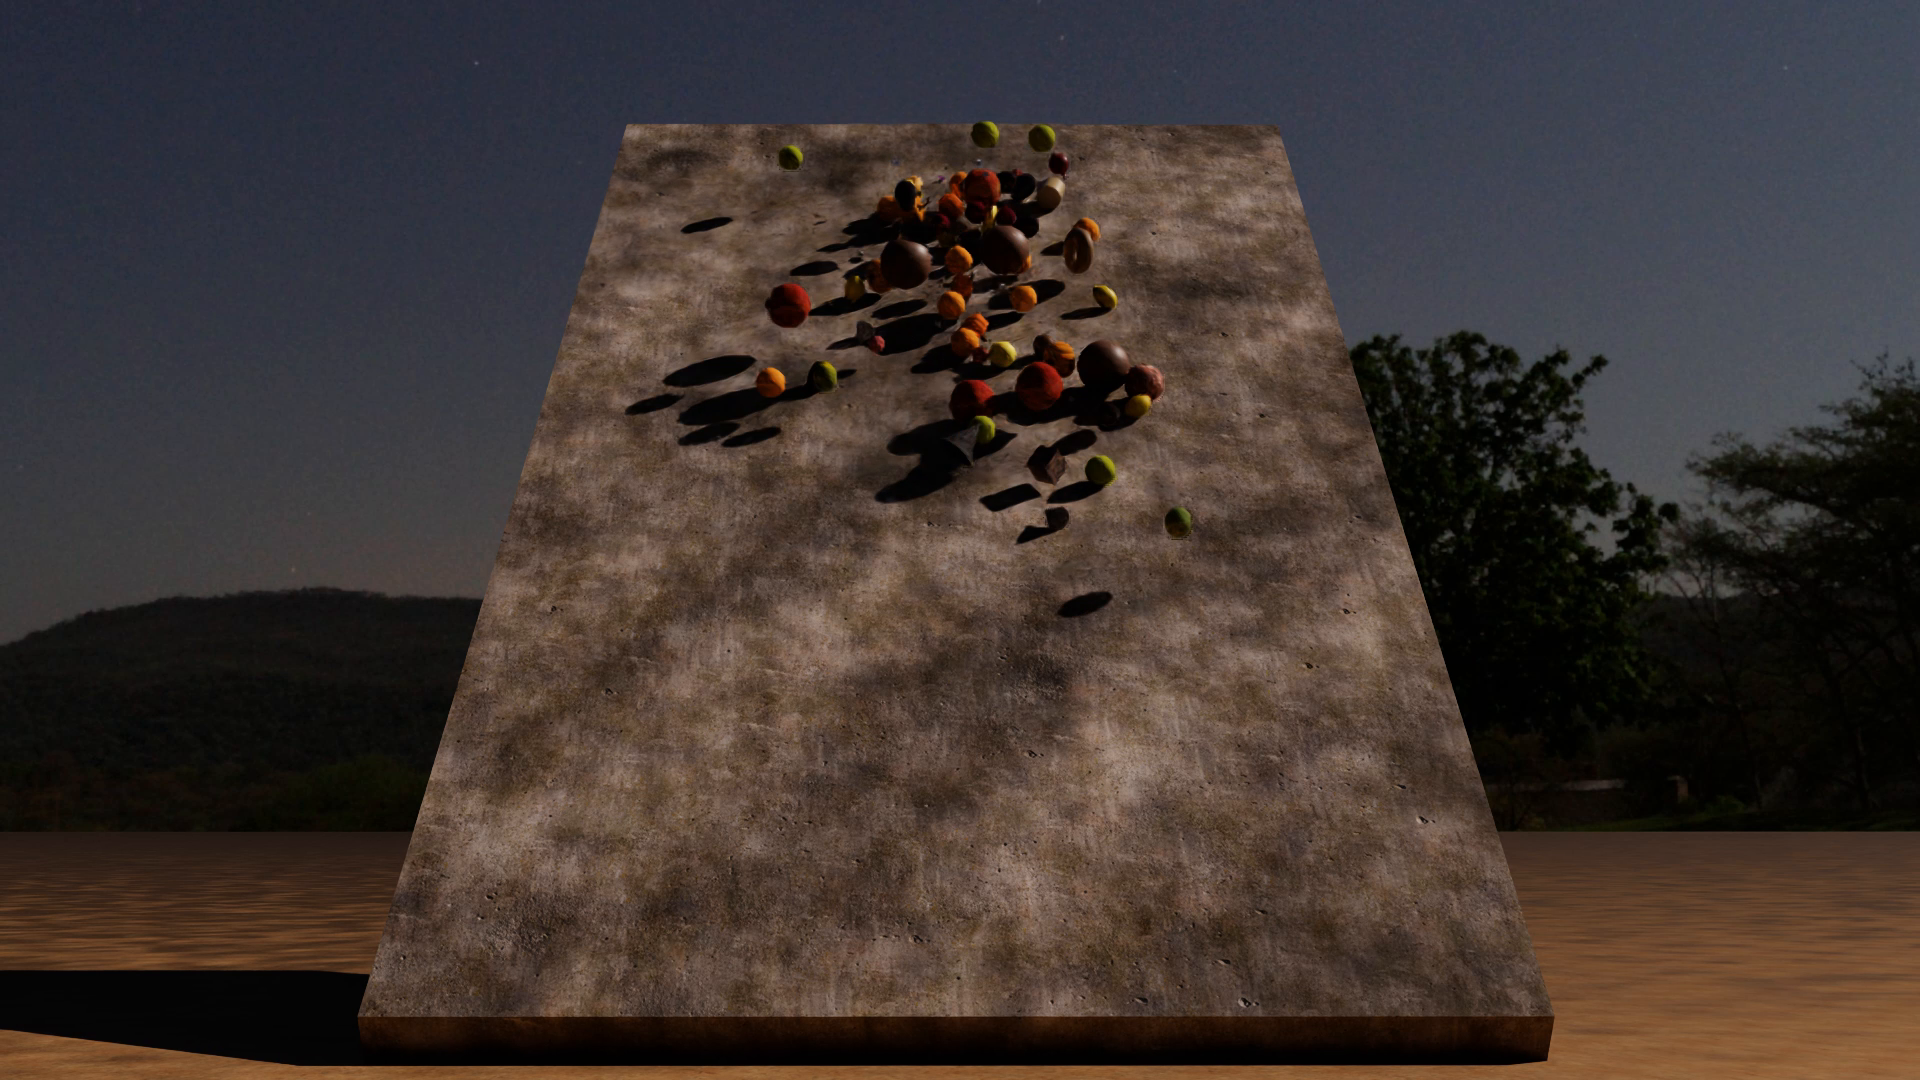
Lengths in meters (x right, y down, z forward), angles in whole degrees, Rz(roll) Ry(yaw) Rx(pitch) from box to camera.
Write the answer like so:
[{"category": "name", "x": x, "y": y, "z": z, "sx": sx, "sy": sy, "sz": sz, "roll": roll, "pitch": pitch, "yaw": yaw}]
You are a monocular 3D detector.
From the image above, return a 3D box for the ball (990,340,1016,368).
[{"category": "ball", "x": 0.106, "y": -0.463, "z": 6.078, "sx": 0.067, "sy": 0.067, "sz": 0.067, "roll": 0, "pitch": -7, "yaw": 0}]

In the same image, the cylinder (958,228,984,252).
[{"category": "cylinder", "x": 0.030, "y": -0.822, "z": 6.666, "sx": 0.057, "sy": 0.057, "sz": 0.057, "roll": -15, "pitch": -7, "yaw": -1}]

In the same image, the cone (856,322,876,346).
[{"category": "cone", "x": -0.249, "y": -0.517, "z": 6.204, "sx": 0.056, "sy": 0.056, "sz": 0.056, "roll": 17, "pitch": -29, "yaw": 10}]

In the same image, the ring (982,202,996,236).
[{"category": "ring", "x": 0.080, "y": -0.888, "z": 6.743, "sx": 0.033, "sy": 0.098, "sz": 0.098, "roll": 8, "pitch": -7, "yaw": -3}]

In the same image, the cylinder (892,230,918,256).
[{"category": "cylinder", "x": -0.149, "y": -0.806, "z": 6.606, "sx": 0.057, "sy": 0.057, "sz": 0.057, "roll": 19, "pitch": -13, "yaw": -19}]

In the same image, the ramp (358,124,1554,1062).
[{"category": "ramp", "x": -0.014, "y": -0.198, "z": 5.801, "sx": 2.000, "sy": 0.100, "sz": 4.000, "roll": 0, "pitch": 31, "yaw": 0}]

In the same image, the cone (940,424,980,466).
[{"category": "cone", "x": 0.018, "y": -0.237, "z": 5.614, "sx": 0.092, "sy": 0.092, "sz": 0.092, "roll": 38, "pitch": -12, "yaw": 10}]

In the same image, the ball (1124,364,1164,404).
[{"category": "ball", "x": 0.447, "y": -0.380, "z": 5.916, "sx": 0.095, "sy": 0.095, "sz": 0.095, "roll": 0, "pitch": -7, "yaw": 0}]

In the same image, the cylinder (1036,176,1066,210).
[{"category": "cylinder", "x": 0.259, "y": -0.989, "z": 6.941, "sx": 0.072, "sy": 0.072, "sz": 0.072, "roll": -2, "pitch": 29, "yaw": 17}]

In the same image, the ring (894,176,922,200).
[{"category": "ring", "x": -0.146, "y": -0.992, "z": 6.863, "sx": 0.088, "sy": 0.088, "sz": 0.029, "roll": -6, "pitch": -50, "yaw": 43}]

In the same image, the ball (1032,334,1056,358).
[{"category": "ball", "x": 0.213, "y": -0.489, "z": 6.130, "sx": 0.058, "sy": 0.058, "sz": 0.058, "roll": 0, "pitch": -7, "yaw": 0}]

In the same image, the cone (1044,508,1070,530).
[{"category": "cone", "x": 0.204, "y": -0.057, "z": 5.422, "sx": 0.057, "sy": 0.057, "sz": 0.057, "roll": 5, "pitch": 20, "yaw": -36}]

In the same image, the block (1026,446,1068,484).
[{"category": "block", "x": 0.200, "y": -0.172, "z": 5.564, "sx": 0.058, "sy": 0.058, "sz": 0.058, "roll": 16, "pitch": -29, "yaw": 41}]

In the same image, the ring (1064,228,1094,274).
[{"category": "ring", "x": 0.316, "y": -0.771, "z": 6.492, "sx": 0.042, "sy": 0.125, "sz": 0.125, "roll": -2, "pitch": -5, "yaw": -25}]
